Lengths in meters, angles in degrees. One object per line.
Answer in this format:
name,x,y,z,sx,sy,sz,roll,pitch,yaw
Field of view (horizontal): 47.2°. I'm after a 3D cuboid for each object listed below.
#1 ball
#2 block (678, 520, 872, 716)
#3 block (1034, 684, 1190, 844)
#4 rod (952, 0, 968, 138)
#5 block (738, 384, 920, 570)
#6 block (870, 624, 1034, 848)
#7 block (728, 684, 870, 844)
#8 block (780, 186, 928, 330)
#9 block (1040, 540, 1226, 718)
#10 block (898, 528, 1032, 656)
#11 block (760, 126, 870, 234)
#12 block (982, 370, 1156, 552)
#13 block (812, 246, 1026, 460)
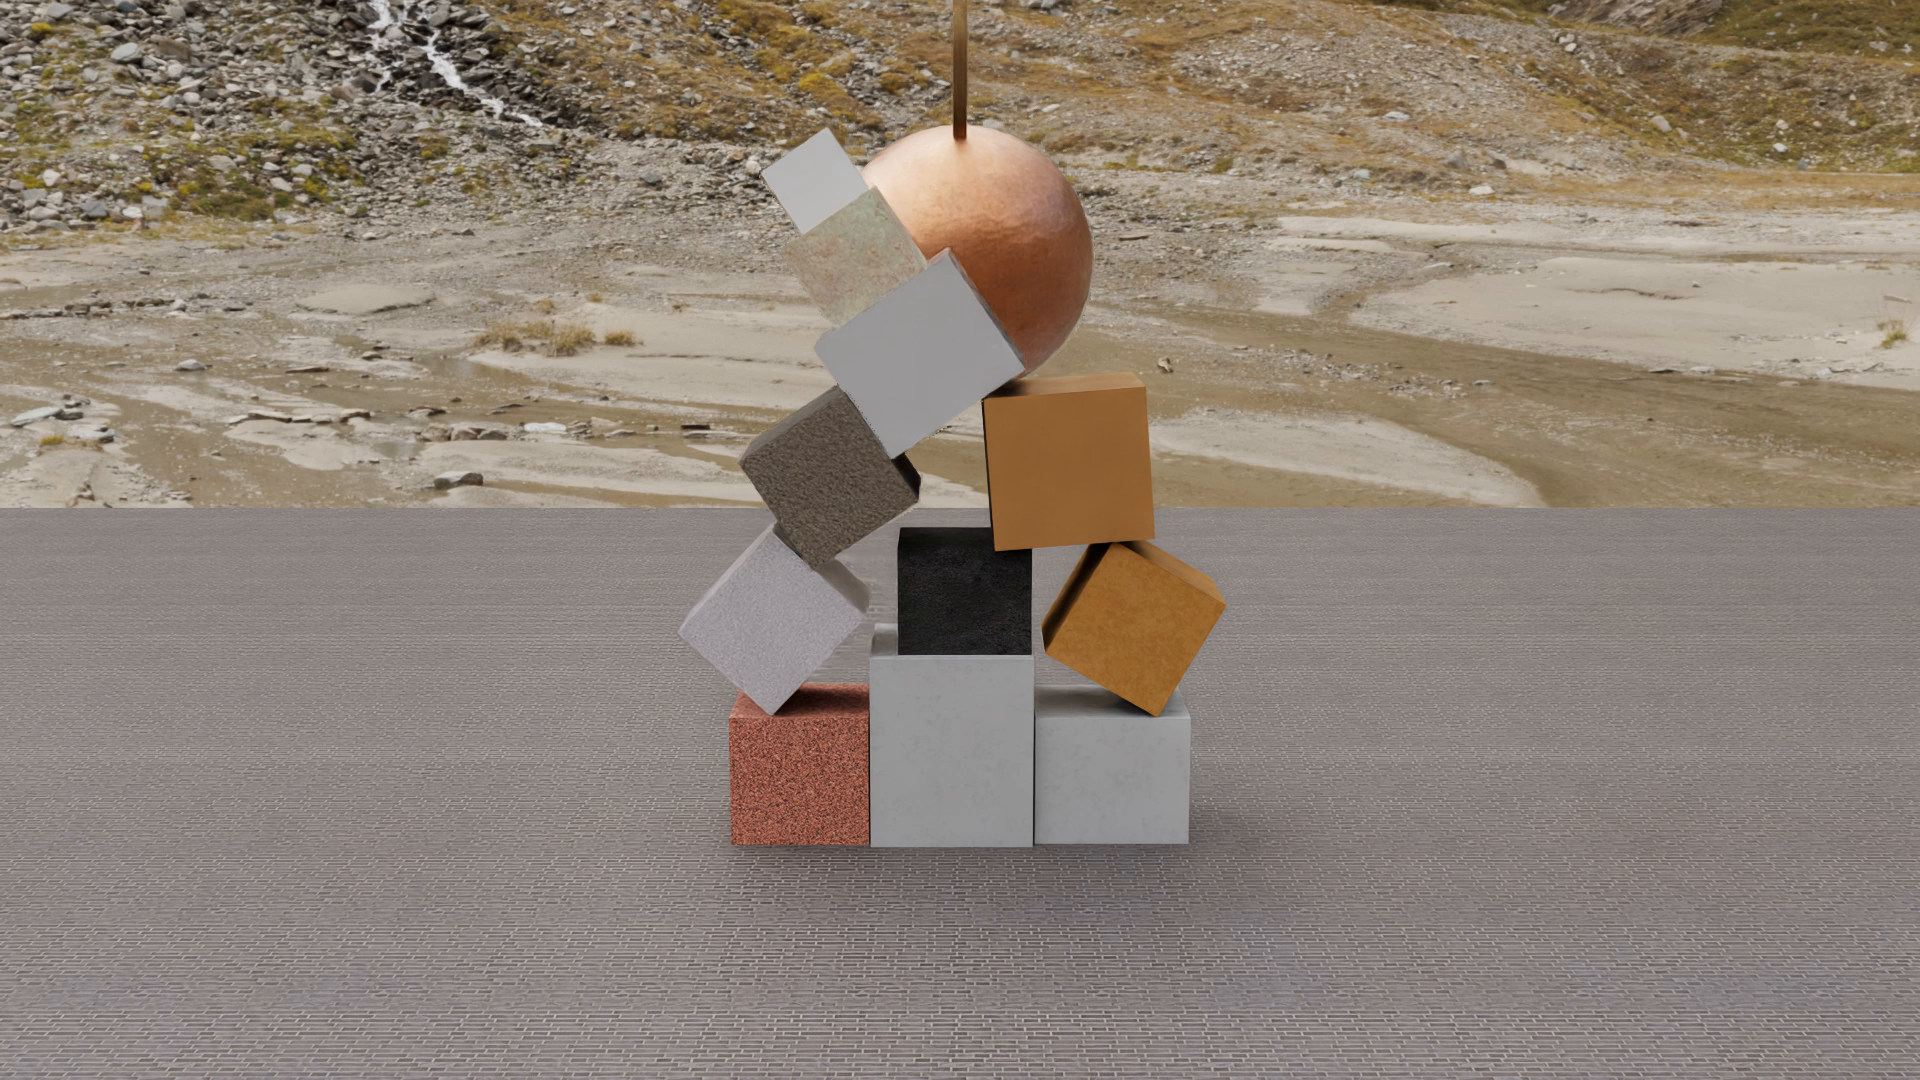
ball,0.000,-1.680,13.208,1.600,1.600,1.600,0,10,0
block,-0.932,0.366,11.226,0.628,0.699,0.627,42,8,-6
block,0.766,1.153,11.401,0.778,0.653,0.698,0,10,0
rod,0.000,-4.538,11.366,0.080,5.200,0.080,0,33,0
block,-0.644,-0.352,11.102,0.626,0.647,0.742,-33,9,6
block,-0.041,0.995,11.379,0.816,0.971,0.816,0,10,0
block,-0.807,1.150,11.389,0.696,0.662,0.706,0,10,0
block,-0.516,-1.409,10.922,0.528,0.467,0.512,-34,9,7
block,0.876,0.384,11.272,0.654,0.666,0.676,30,9,-5
block,0.023,0.254,11.229,0.667,0.541,0.603,0,10,0
block,-0.717,-1.786,10.943,0.396,0.364,0.378,-34,9,3
block,0.531,-0.411,11.106,0.790,0.753,0.746,-4,10,0
block,-0.197,-0.948,11.019,0.792,0.670,0.748,-34,9,6
